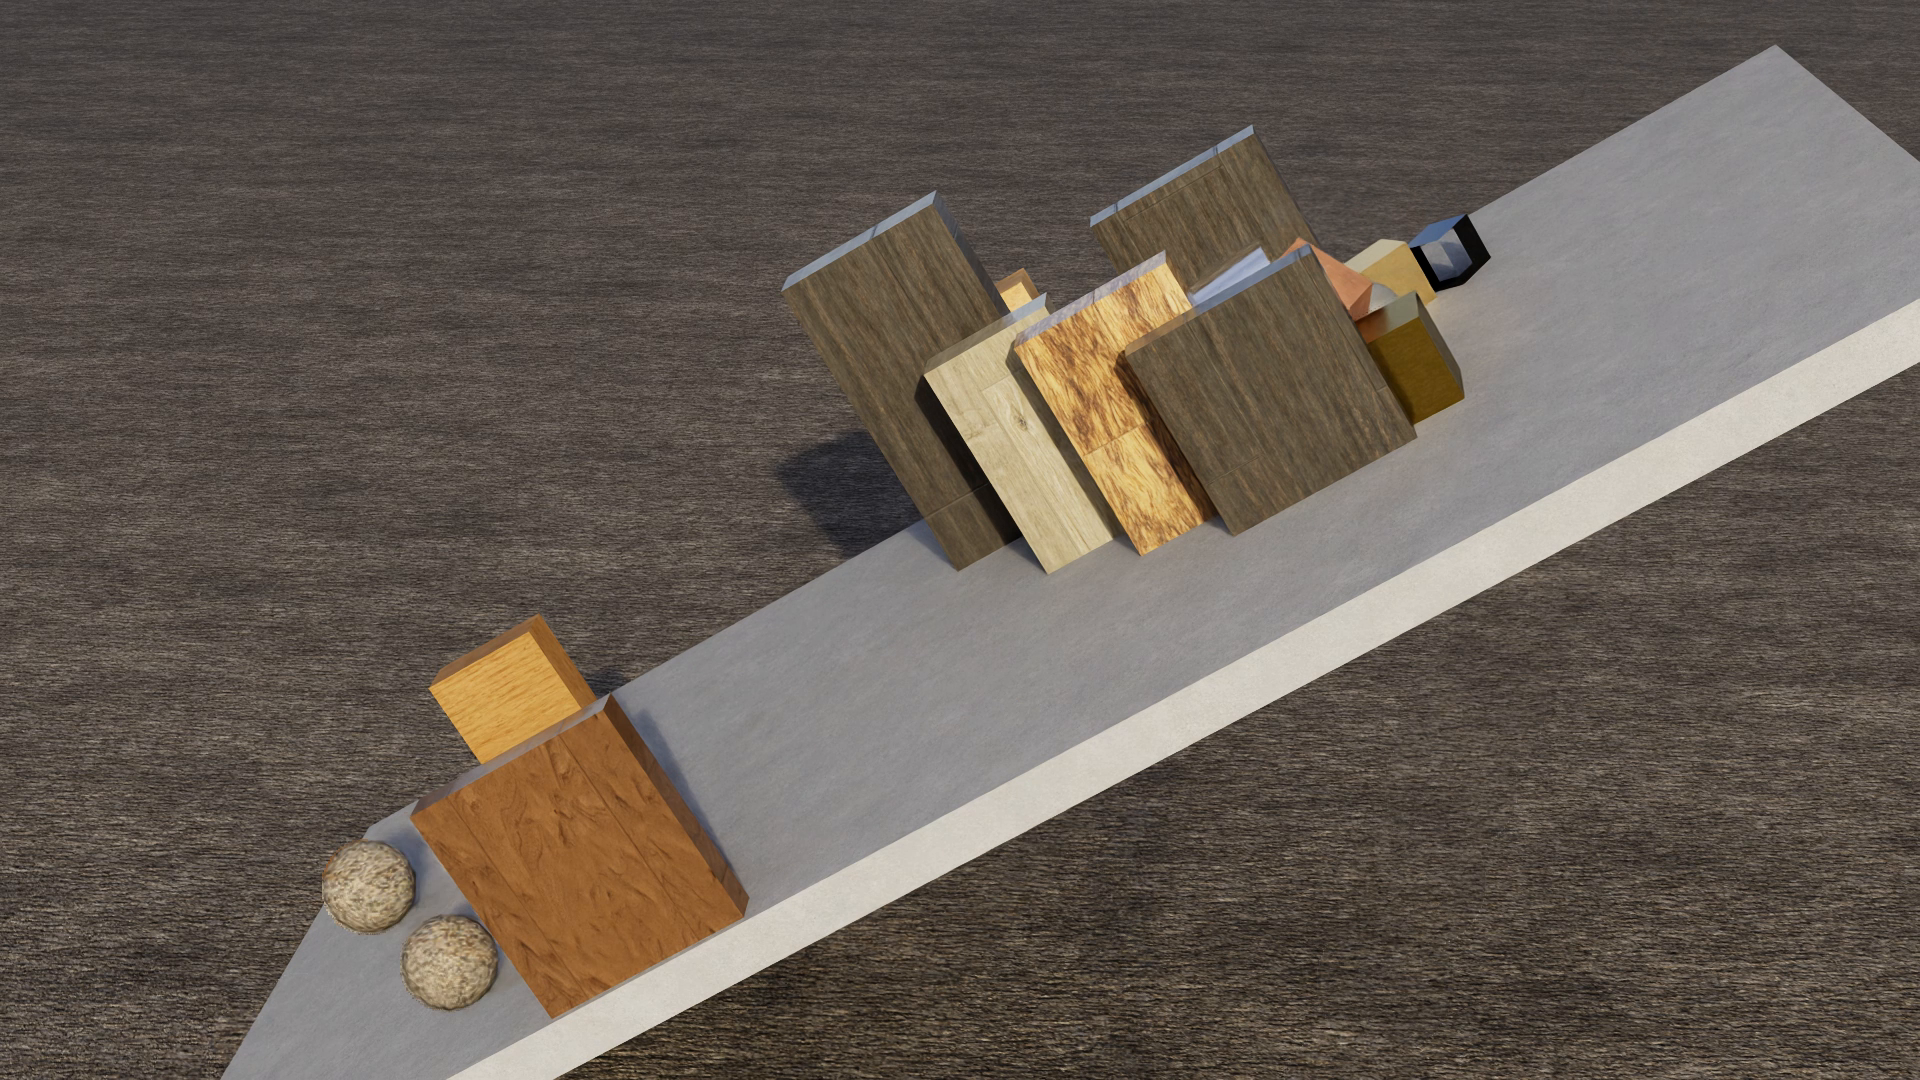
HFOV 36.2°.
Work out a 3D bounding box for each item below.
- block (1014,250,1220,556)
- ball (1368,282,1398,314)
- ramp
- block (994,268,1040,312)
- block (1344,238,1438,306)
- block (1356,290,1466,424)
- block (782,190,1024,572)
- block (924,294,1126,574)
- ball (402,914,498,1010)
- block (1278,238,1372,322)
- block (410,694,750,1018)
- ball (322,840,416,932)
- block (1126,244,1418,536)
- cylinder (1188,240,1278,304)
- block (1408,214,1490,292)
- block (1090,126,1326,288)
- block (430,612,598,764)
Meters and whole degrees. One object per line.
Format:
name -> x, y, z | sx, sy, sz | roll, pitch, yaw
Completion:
block -> 0.394, -0.277, 6.002 | 0.351, 0.512, 0.110 | -29, 15, 12
ball -> 0.888, -0.485, 6.381 | 0.149, 0.149, 0.149 | 0, 19, 0
ramp -> 0.142, 0.168, 6.287 | 4.000, 0.100, 2.000 | -29, 15, 12
block -> 0.085, -0.348, 7.019 | 0.409, 0.437, 0.144 | -29, 15, 12
block -> 0.941, -0.566, 6.549 | 0.146, 0.146, 0.146 | -34, 15, -7
block -> 0.874, -0.348, 5.884 | 0.192, 0.192, 0.192 | -28, 15, 16
block -> -0.029, -0.354, 6.630 | 0.394, 0.759, 0.140 | -29, 15, 12
block -> 0.185, -0.225, 6.258 | 0.295, 0.513, 0.117 | -29, 15, 12
ball -> -1.021, 0.845, 5.891 | 0.191, 0.191, 0.191 | 0, 19, 0
block -> 0.716, -0.466, 6.088 | 0.185, 0.185, 0.185 | 35, 66, 20
block -> -0.708, 0.594, 5.494 | 0.433, 0.479, 0.084 | -29, 15, 12
ball -> -1.344, 0.789, 6.700 | 0.209, 0.209, 0.209 | 0, 19, 0
block -> 0.610, -0.292, 5.773 | 0.410, 0.429, 0.083 | -29, 15, 12
cylinder -> 0.619, -0.506, 6.355 | 0.206, 0.206, 0.206 | -35, 14, 14
block -> 1.082, -0.636, 6.545 | 0.116, 0.116, 0.116 | -42, 17, -33
block -> 0.601, -0.575, 6.494 | 0.408, 0.539, 0.099 | -29, 15, 12
block -> -0.792, 0.458, 5.901 | 0.240, 0.584, 0.105 | -29, 15, 12
